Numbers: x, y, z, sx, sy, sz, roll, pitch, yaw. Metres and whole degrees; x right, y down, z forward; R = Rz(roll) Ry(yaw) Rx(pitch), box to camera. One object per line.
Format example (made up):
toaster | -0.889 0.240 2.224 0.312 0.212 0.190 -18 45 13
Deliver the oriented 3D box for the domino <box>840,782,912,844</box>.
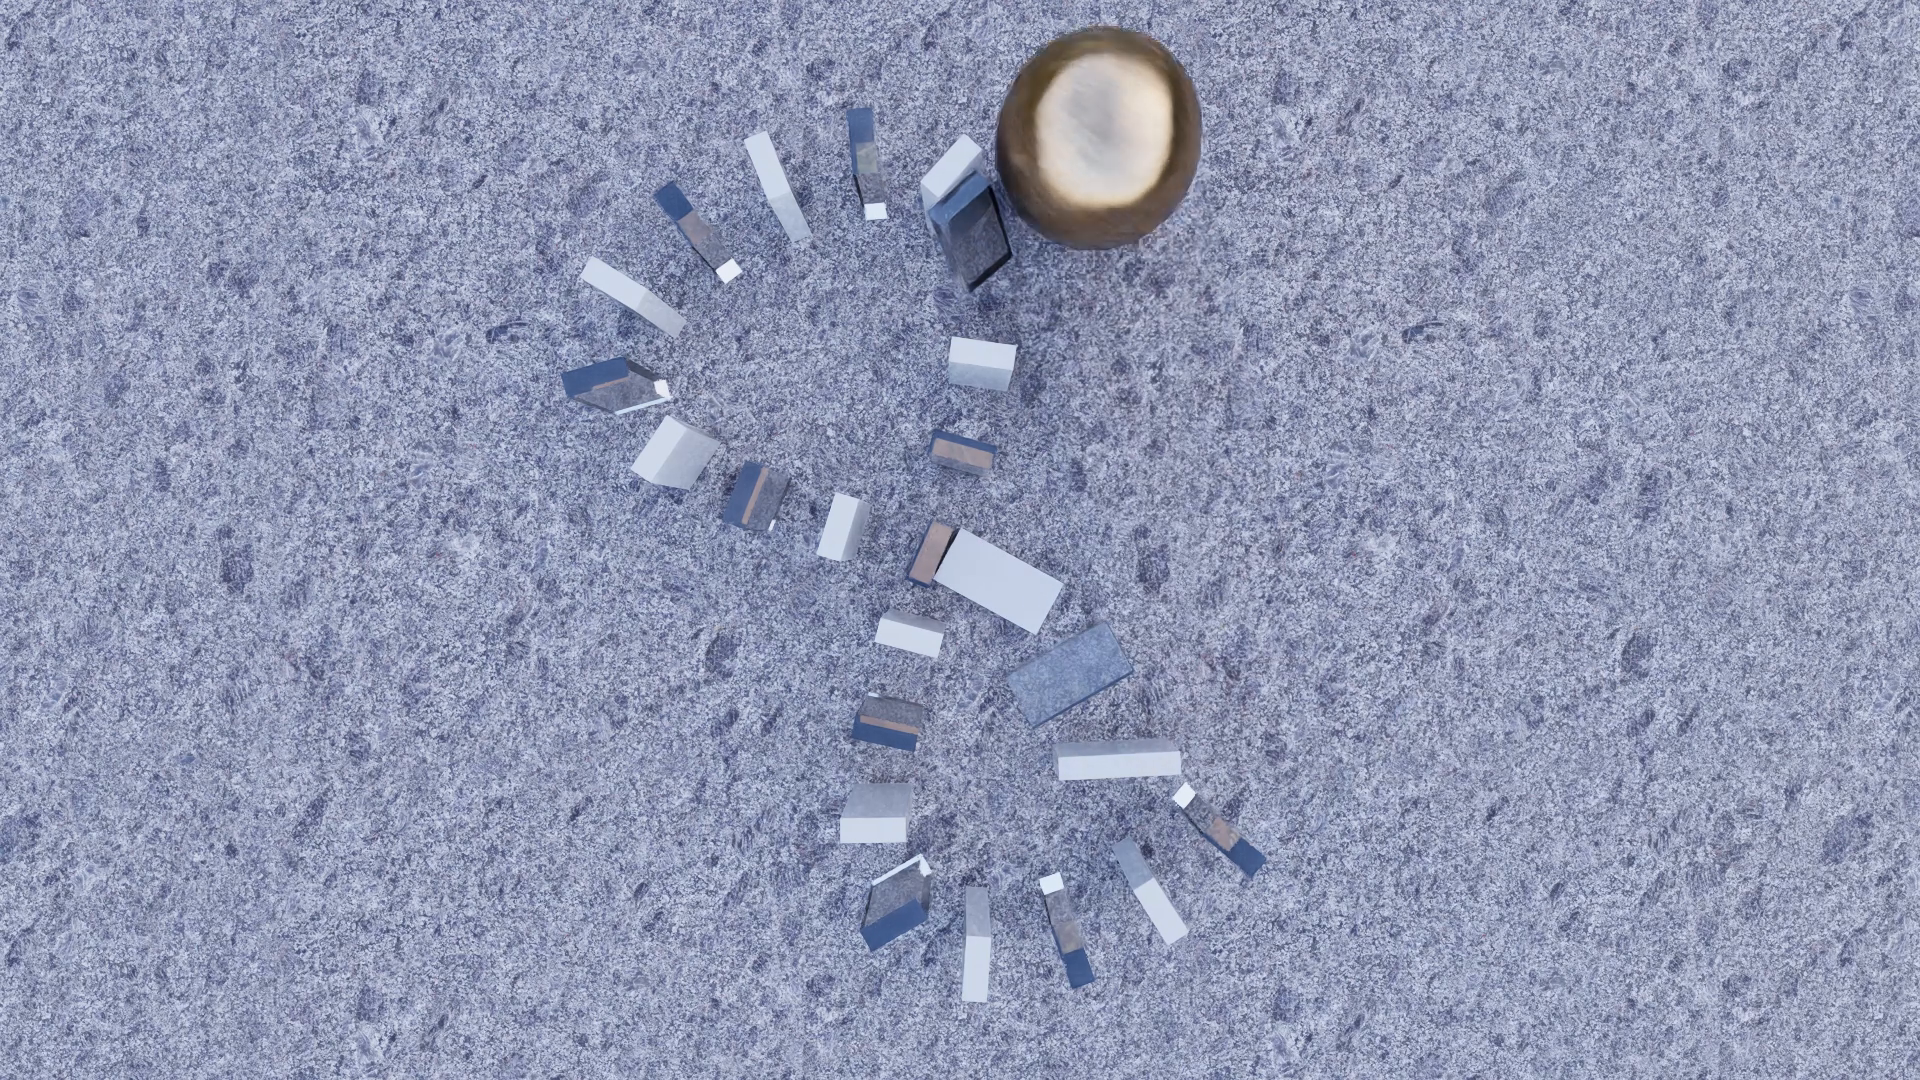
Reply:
domino | -0.033 0.111 0.375 0.025 0.050 0.009 -1 90 0

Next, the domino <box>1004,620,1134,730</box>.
domino | 0.047 0.058 0.395 0.050 0.010 0.025 -29 90 0

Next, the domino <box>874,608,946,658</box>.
domino | -0.019 0.037 0.375 0.025 0.050 0.009 15 90 0

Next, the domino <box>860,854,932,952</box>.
domino | -0.025 0.147 0.375 0.025 0.050 0.010 -30 90 0

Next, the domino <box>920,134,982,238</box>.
domino | -0.003 -0.143 0.375 0.009 0.050 0.025 42 90 2

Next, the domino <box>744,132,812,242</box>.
domino | -0.074 -0.143 0.375 0.009 0.050 0.025 -22 90 0

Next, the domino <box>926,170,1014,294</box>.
domino | 0.005 -0.125 0.375 0.025 0.050 0.010 -41 70 0

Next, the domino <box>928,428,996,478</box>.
domino | 0.001 -0.035 0.375 0.025 0.050 0.009 16 90 0

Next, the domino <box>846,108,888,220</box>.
domino | -0.037 -0.153 0.375 0.010 0.050 0.025 -5 90 0

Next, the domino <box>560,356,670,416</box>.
domino | -0.139 -0.062 0.375 0.025 0.050 0.010 -16 90 0

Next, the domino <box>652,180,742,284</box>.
domino | -0.106 -0.125 0.375 0.009 0.050 0.025 -36 90 0

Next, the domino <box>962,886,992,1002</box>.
domino | 0.006 0.164 0.375 0.010 0.050 0.025 4 90 0

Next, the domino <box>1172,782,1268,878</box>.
domino | 0.105 0.117 0.375 0.025 0.050 0.010 40 90 0

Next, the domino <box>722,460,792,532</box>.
domino | -0.082 -0.017 0.375 0.009 0.050 0.025 22 90 0

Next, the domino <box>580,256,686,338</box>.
domino | -0.132 -0.098 0.375 0.025 0.050 0.010 31 90 0

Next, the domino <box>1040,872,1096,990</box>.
domino | 0.043 0.158 0.375 0.009 0.050 0.025 -20 90 0

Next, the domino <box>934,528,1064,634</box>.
domino | 0.016 0.018 0.395 0.050 0.010 0.025 29 90 0

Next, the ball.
ball | 0.054 -0.155 0.360 0.080 0.080 0.080 0 90 0

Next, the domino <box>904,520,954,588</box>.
domino | -0.012 0.005 0.375 0.009 0.050 0.025 24 90 0

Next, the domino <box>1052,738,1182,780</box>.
domino | 0.065 0.092 0.388 0.050 0.025 0.009 -3 90 0

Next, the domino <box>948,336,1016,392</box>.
domino | 0.009 -0.071 0.375 0.025 0.050 0.009 8 90 0

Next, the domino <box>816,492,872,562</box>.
domino | -0.047 -0.005 0.375 0.009 0.050 0.025 17 90 0

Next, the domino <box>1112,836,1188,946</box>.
domino | 0.077 0.142 0.375 0.009 0.050 0.025 -32 90 0

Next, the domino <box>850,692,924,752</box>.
domino | -0.029 0.074 0.375 0.025 0.050 0.009 13 90 0

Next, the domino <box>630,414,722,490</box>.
domino | -0.115 -0.035 0.375 0.009 0.050 0.025 34 90 0
